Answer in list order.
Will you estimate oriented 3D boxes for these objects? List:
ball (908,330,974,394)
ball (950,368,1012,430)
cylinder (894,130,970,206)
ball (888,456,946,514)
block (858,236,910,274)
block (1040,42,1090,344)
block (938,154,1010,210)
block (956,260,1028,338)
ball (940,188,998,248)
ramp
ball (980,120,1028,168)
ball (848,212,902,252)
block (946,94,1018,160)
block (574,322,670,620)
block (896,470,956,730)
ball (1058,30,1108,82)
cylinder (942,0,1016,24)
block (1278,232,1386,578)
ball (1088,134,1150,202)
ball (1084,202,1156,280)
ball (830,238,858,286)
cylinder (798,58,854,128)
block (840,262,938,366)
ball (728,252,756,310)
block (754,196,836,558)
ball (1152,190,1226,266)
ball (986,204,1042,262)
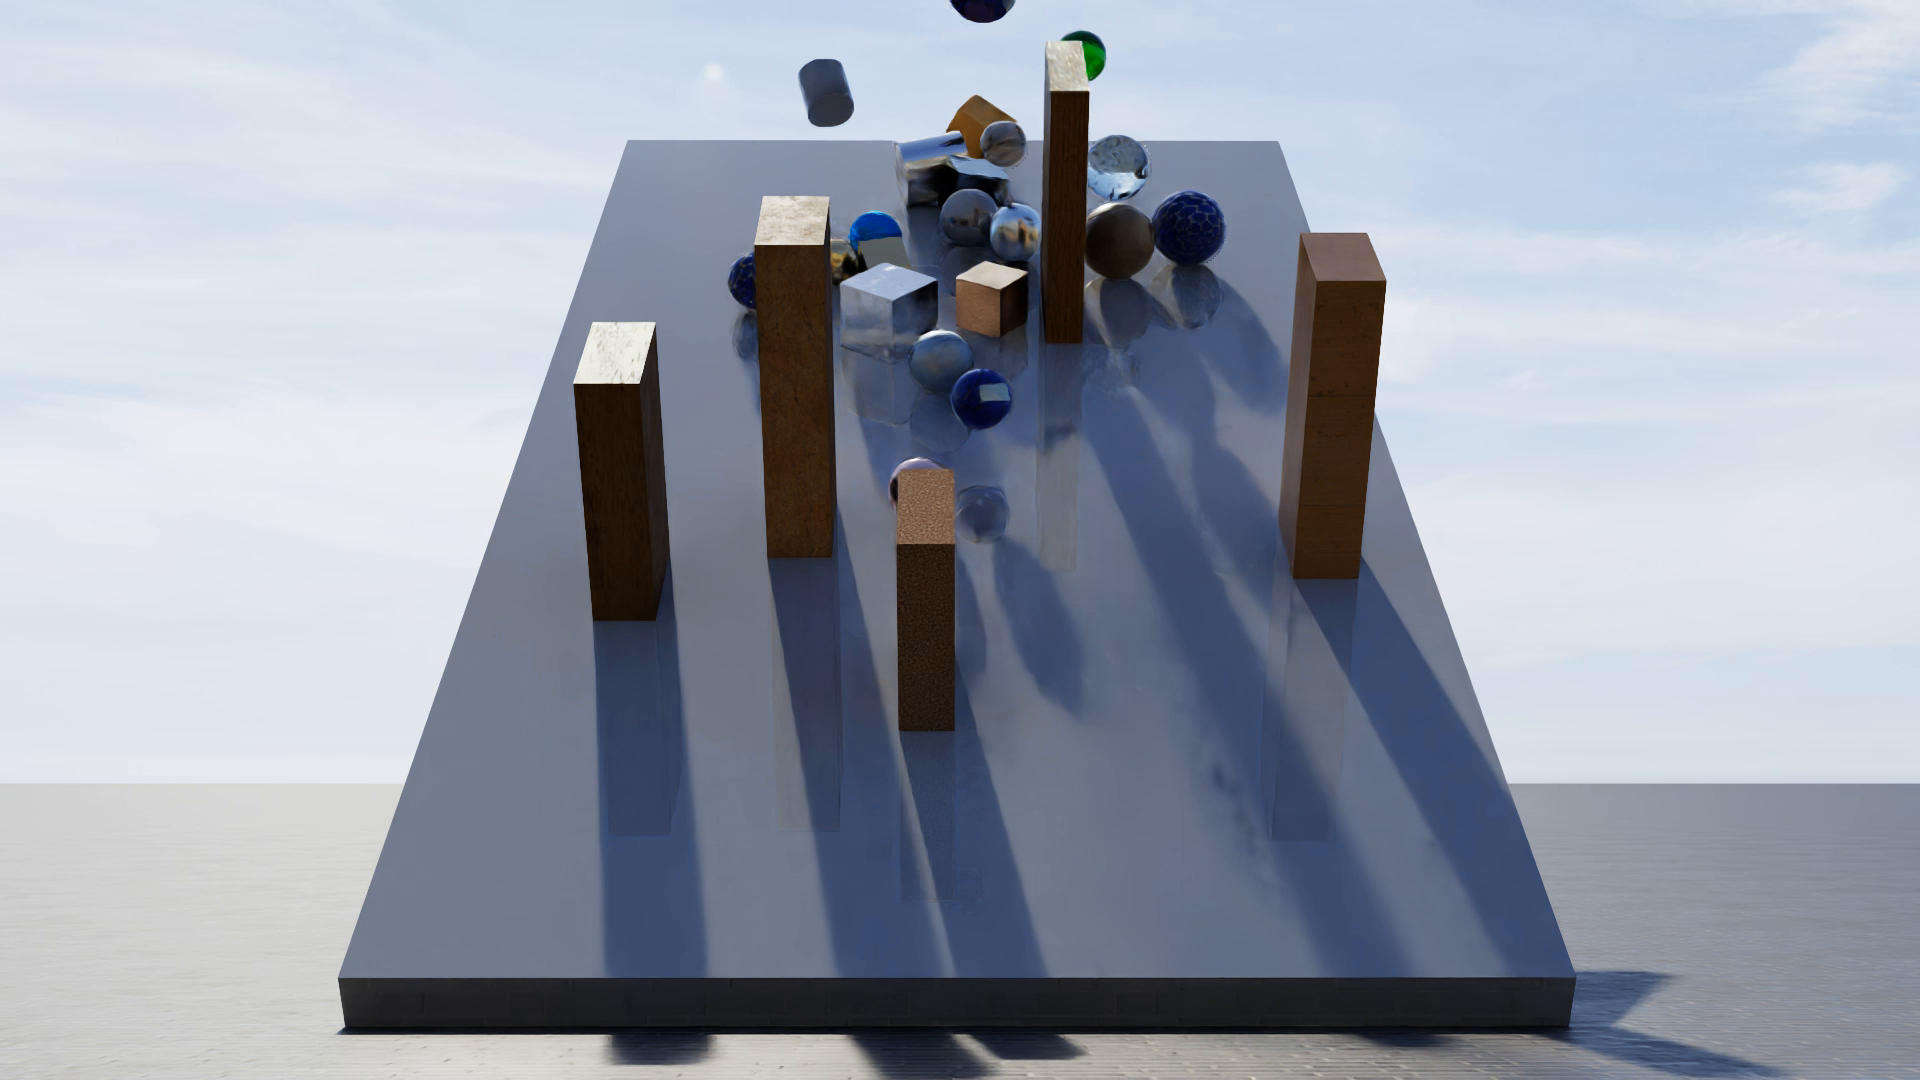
[{"bbox_3d":[-0.045,-0.427,5.763,0.155,0.155,0.155,0,-6,0],"label":"ball"},{"bbox_3d":[0.048,-0.318,5.420,0.140,0.140,0.140,0,-6,0],"label":"ball"},{"bbox_3d":[-0.078,-1.062,6.861,0.186,0.186,0.186,-12,-4,-9],"label":"cylinder"},{"bbox_3d":[-0.085,-0.108,5.196,0.145,0.145,0.145,0,-6,0],"label":"ball"},{"bbox_3d":[-0.199,-0.708,6.274,0.113,0.113,0.113,-9,-37,-12],"label":"block"},{"bbox_3d":[0.262,-0.879,6.063,0.093,0.658,0.394,0,29,0],"label":"block"},{"bbox_3d":[0.036,-0.978,6.740,0.147,0.147,0.147,5,27,-16],"label":"block"},{"bbox_3d":[0.082,-0.614,6.124,0.134,0.134,0.134,18,34,29],"label":"block"},{"bbox_3d":[0.027,-0.883,6.581,0.163,0.163,0.163,0,-6,0],"label":"ball"},{"bbox_3d":[-0.012,-0.217,5.648,2.000,0.100,4.000,0,29,0],"label":"ramp"},{"bbox_3d":[0.121,-1.098,6.649,0.130,0.130,0.130,0,-6,0],"label":"ball"},{"bbox_3d":[-0.228,-0.815,6.476,0.144,0.144,0.144,0,-6,0],"label":"ball"},{"bbox_3d":[0.050,-1.199,7.113,0.150,0.150,0.150,34,35,3],"label":"block"},{"bbox_3d":[-0.679,-0.138,4.849,0.127,0.530,0.288,0,29,0],"label":"block"},{"bbox_3d":[-0.063,0.112,4.534,0.106,0.401,0.294,0,29,0],"label":"block"},{"bbox_3d":[0.335,-1.342,6.667,0.149,0.149,0.149,0,-6,0],"label":"ball"},{"bbox_3d":[0.048,-1.557,6.711,0.204,0.204,0.204,1,16,-10],"label":"cylinder"},{"bbox_3d":[0.764,-0.274,4.959,0.137,0.671,0.254,0,29,0],"label":"block"},{"bbox_3d":[0.411,-0.978,6.309,0.175,0.175,0.175,0,-6,0],"label":"ball"},{"bbox_3d":[0.418,-0.796,6.384,0.204,0.204,0.204,0,-6,0],"label":"ball"},{"bbox_3d":[-0.328,-0.734,6.343,0.126,0.126,0.126,0,-6,0],"label":"ball"},{"bbox_3d":[-0.381,-1.269,6.811,0.138,0.138,0.138,-12,-31,-7],"label":"cylinder"},{"bbox_3d":[-0.177,-0.567,5.995,0.174,0.174,0.174,22,35,33],"label":"block"},{"bbox_3d":[-0.524,-0.670,6.204,0.151,0.151,0.151,0,-6,0],"label":"ball"},{"bbox_3d":[-0.340,-0.338,5.028,0.137,0.708,0.267,0,29,0],"label":"block"},{"bbox_3d":[0.615,-0.843,6.471,0.202,0.202,0.202,0,-6,0],"label":"ball"},{"bbox_3d":[0.151,-0.832,6.494,0.156,0.156,0.156,0,-6,0],"label":"ball"}]
